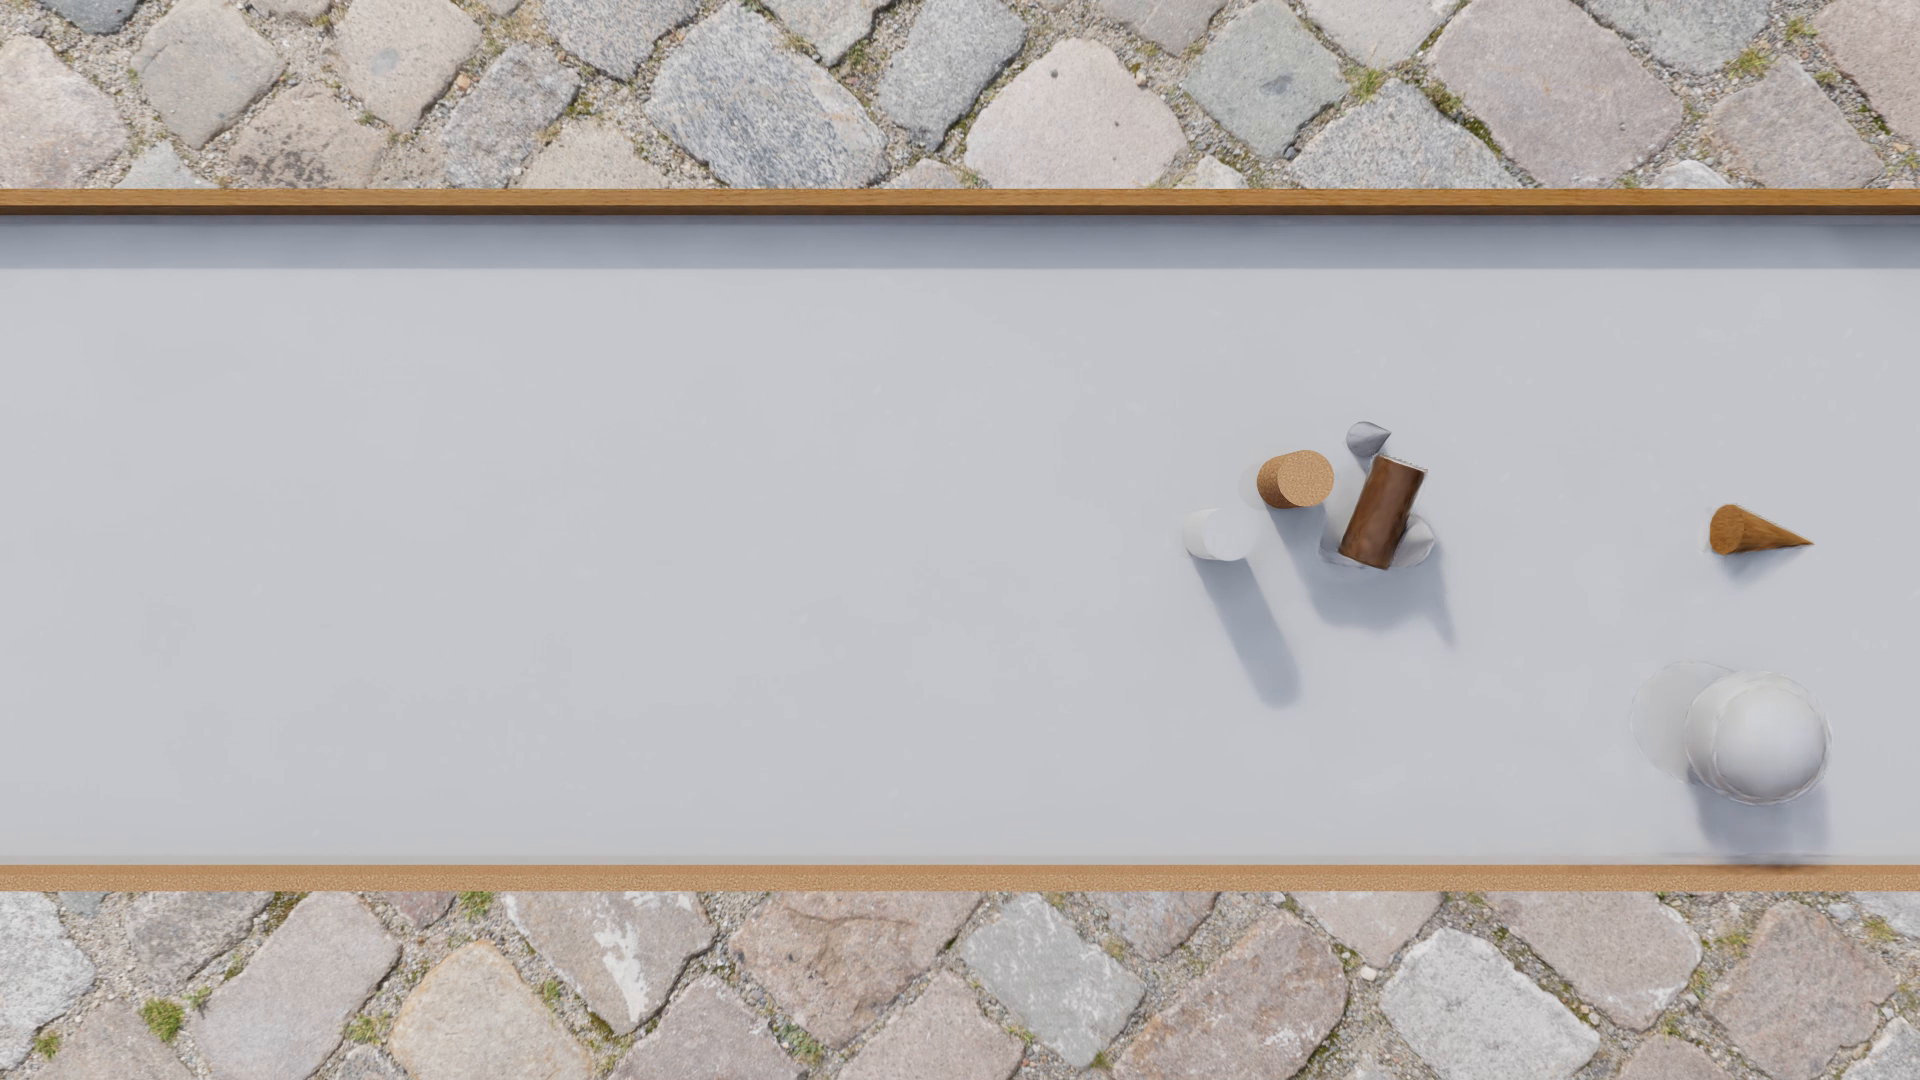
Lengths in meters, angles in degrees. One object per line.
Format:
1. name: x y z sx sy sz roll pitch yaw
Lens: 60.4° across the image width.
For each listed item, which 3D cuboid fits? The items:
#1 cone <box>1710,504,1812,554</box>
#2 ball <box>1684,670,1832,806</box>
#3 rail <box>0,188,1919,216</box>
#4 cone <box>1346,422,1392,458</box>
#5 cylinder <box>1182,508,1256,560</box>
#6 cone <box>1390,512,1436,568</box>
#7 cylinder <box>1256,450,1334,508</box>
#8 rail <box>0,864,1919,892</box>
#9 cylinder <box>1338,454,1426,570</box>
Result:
1. cone: 2.478 -0.010 5.039 0.320 0.152 0.152 8 90 -13
2. ball: 2.357 0.584 4.878 0.396 0.396 0.396 0 90 0
3. rail: -2.247 -1.025 5.002 12.000 0.150 0.050 0 90 0
4. cone: 1.245 -0.310 4.912 0.111 0.328 0.111 0 90 0
5. cylinder: 0.761 -0.017 4.869 0.153 0.416 0.153 0 90 0
6. cone: 1.364 -0.001 4.904 0.177 0.346 0.177 0 90 0
7. cylinder: 0.995 -0.178 4.911 0.164 0.331 0.164 0 90 0
8. rail: -2.247 1.025 5.001 12.000 0.150 0.050 0 90 0
9. cylinder: 1.256 -0.083 4.912 0.155 0.155 0.311 19 100 0
